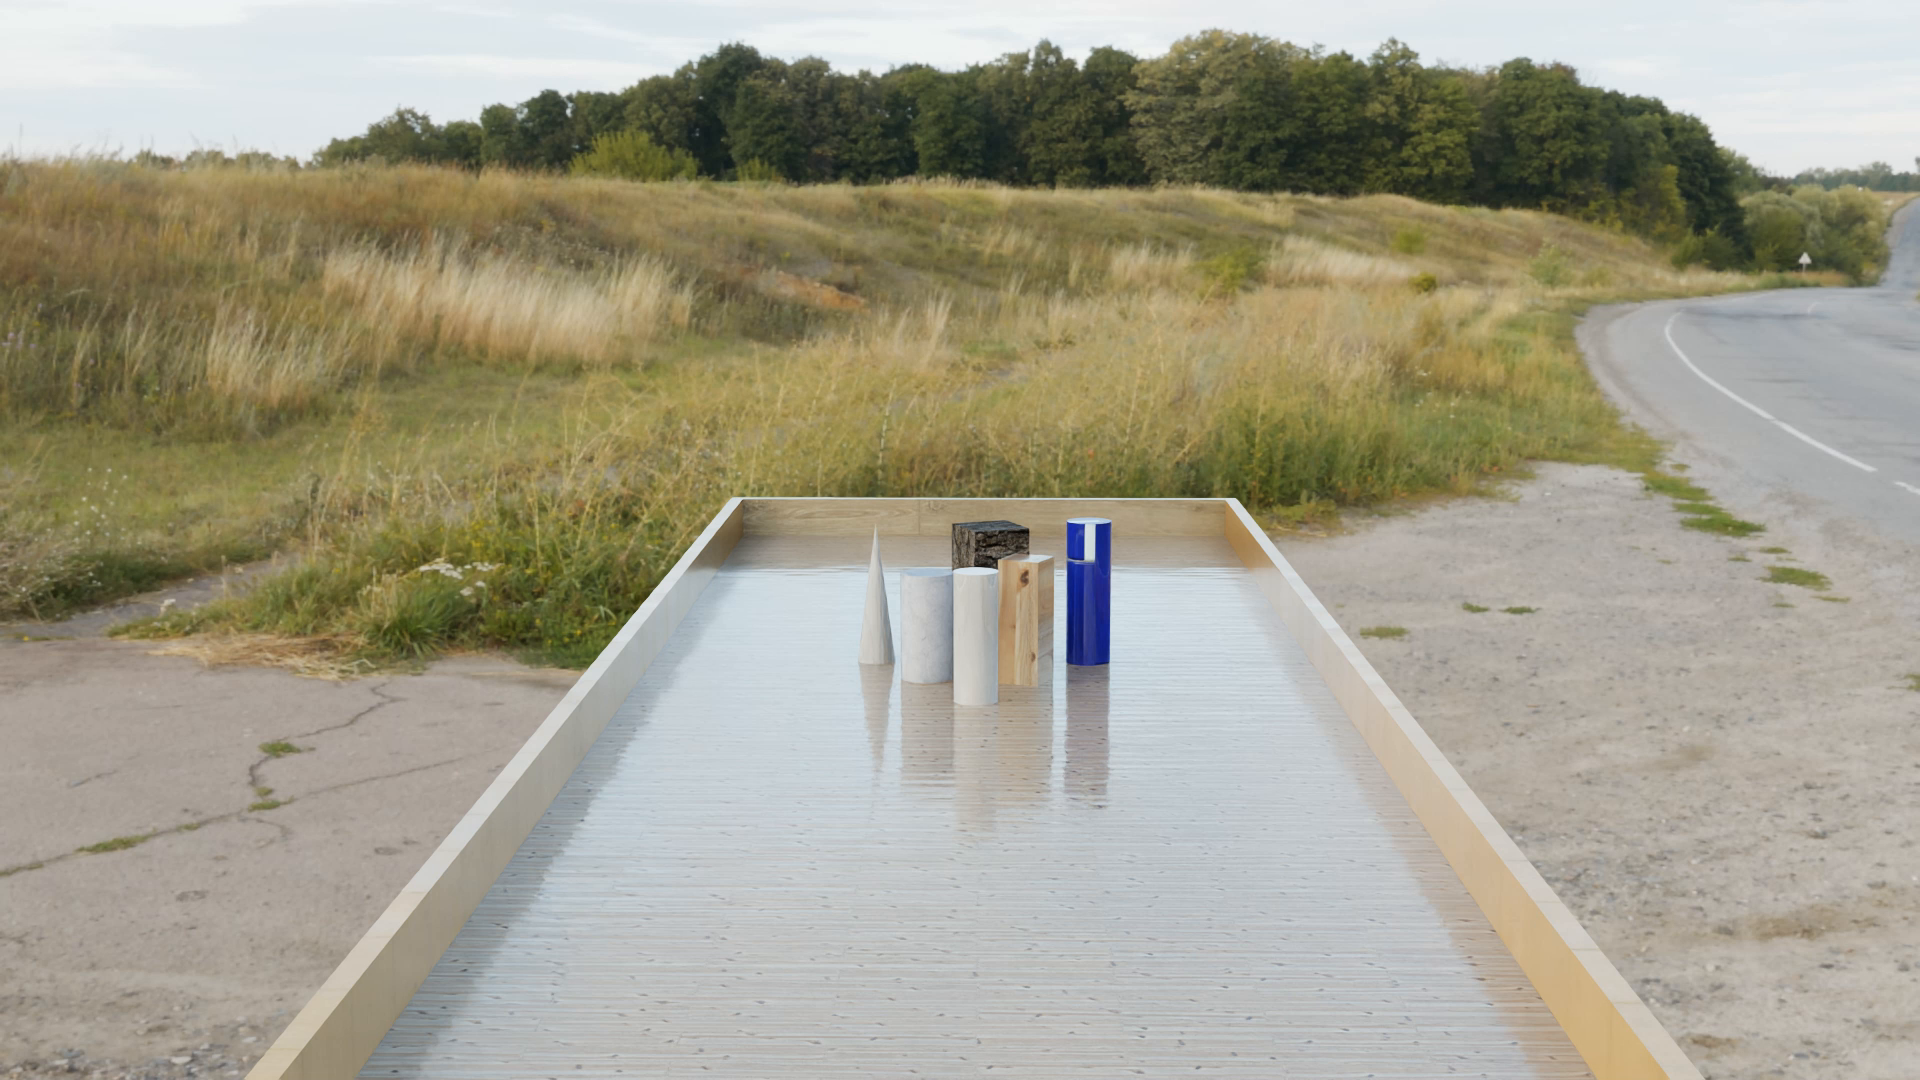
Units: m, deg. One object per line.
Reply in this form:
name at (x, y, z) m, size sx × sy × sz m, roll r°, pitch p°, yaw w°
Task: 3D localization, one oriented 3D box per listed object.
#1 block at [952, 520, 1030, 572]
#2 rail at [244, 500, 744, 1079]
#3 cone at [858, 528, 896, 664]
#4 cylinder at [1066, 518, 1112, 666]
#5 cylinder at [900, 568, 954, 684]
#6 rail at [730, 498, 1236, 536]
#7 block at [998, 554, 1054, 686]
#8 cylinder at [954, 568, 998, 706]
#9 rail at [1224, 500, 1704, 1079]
block at (0.092, 0.161, 6.678) m, size 0.178 × 0.412 × 0.178 m, roll -4°, pitch 10°, yaw -23°
rail at (-1.004, 0.839, 3.234) m, size 0.050 × 0.150 × 12.000 m, roll 0°, pitch 9°, yaw 1°
cone at (-0.254, 0.156, 6.668) m, size 0.117 × 0.424 × 0.117 m, roll 0°, pitch 9°, yaw 0°
cylinder at (0.389, 0.155, 6.651) m, size 0.135 × 0.431 × 0.135 m, roll 0°, pitch 9°, yaw 0°
cylinder at (-0.096, 0.249, 6.438) m, size 0.156 × 0.313 × 0.156 m, roll 0°, pitch 9°, yaw 0°
rail at (0.099, -0.098, 9.147) m, size 2.100 × 0.150 × 0.050 m, roll 0°, pitch 9°, yaw 1°
block at (0.192, 0.231, 6.393) m, size 0.125 × 0.363 × 0.125 m, roll 4°, pitch 10°, yaw 24°
cylinder at (0.044, 0.269, 6.138) m, size 0.126 × 0.368 × 0.126 m, roll 0°, pitch 9°, yaw 0°
rail at (1.046, 0.843, 3.208) m, size 0.050 × 0.150 × 12.000 m, roll 0°, pitch 9°, yaw 1°
